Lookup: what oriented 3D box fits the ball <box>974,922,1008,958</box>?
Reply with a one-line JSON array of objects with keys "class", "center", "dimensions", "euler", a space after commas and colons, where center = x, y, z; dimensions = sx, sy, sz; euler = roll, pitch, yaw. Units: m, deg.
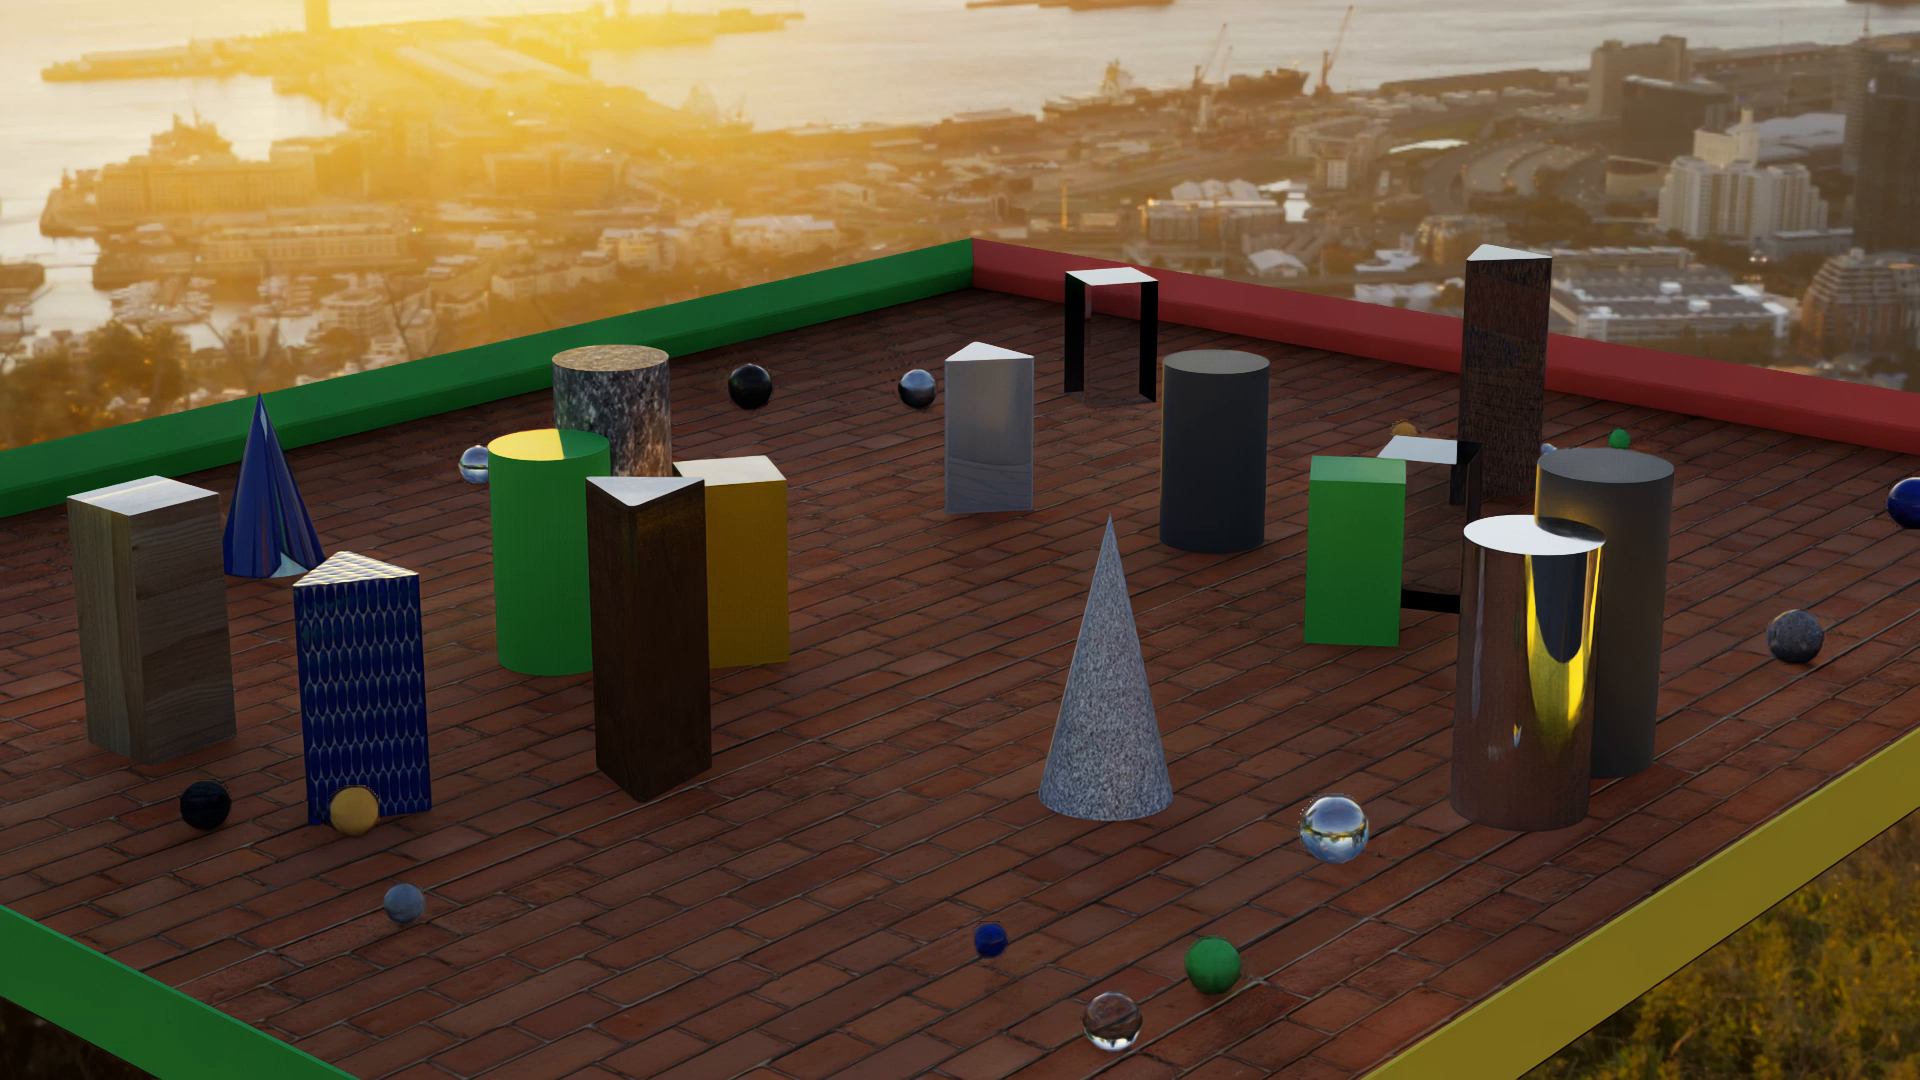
[{"class": "ball", "center": [0.038, 0.505, 3.700], "dimensions": [0.043, 0.043, 0.043], "euler": [0, 17, 0]}]

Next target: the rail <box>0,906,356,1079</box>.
[{"class": "rail", "center": [-1.290, 0.461, 3.697], "dimensions": [3.378, 0.127, 0.045], "euler": [14, 22, 39]}]

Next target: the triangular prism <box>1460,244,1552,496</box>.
[{"class": "triangular prism", "center": [1.038, -0.332, 5.733], "dimensions": [0.169, 0.471, 0.146], "euler": [-3, 17, -9]}]

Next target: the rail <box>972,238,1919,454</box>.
[{"class": "rail", "center": [1.290, -0.397, 6.543], "dimensions": [3.378, 0.127, 0.045], "euler": [14, 22, 39]}]

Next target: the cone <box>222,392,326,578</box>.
[{"class": "cone", "center": [-1.249, -0.113, 5.269], "dimensions": [0.195, 0.319, 0.195], "euler": [0, 17, 0]}]

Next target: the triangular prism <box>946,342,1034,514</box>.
[{"class": "triangular prism", "center": [0.044, -0.219, 5.655], "dimensions": [0.169, 0.300, 0.146], "euler": [-3, 17, -10]}]

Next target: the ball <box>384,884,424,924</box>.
[{"class": "ball", "center": [-0.720, 0.471, 3.797], "dimensions": [0.052, 0.052, 0.052], "euler": [0, 17, 0]}]

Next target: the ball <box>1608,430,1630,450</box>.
[{"class": "ball", "center": [1.361, -0.205, 6.050], "dimensions": [0.046, 0.046, 0.046], "euler": [0, 17, 0]}]

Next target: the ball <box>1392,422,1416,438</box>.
[{"class": "ball", "center": [0.922, -0.219, 6.086], "dimensions": [0.051, 0.051, 0.051], "euler": [0, 17, 0]}]

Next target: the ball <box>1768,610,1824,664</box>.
[{"class": "ball", "center": [1.360, 0.158, 4.772], "dimensions": [0.088, 0.088, 0.088], "euler": [0, 17, 0]}]

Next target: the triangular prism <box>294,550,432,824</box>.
[{"class": "triangular prism", "center": [-0.857, 0.204, 4.164], "dimensions": [0.169, 0.352, 0.146], "euler": [-6, 18, -18]}]

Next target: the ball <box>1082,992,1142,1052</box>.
[{"class": "ball", "center": [0.179, 0.566, 3.450], "dimensions": [0.070, 0.070, 0.070], "euler": [0, 17, 0]}]

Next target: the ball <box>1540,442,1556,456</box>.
[{"class": "ball", "center": [1.147, -0.151, 5.787], "dimensions": [0.084, 0.084, 0.084], "euler": [0, 17, 0]}]

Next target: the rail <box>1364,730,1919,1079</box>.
[{"class": "rail", "center": [1.258, 0.347, 4.075], "dimensions": [0.045, 0.127, 3.984], "euler": [14, 22, 39]}]

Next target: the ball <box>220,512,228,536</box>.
[{"class": "ball", "center": [-1.377, -0.022, 5.412], "dimensions": [0.063, 0.063, 0.063], "euler": [0, 17, 0]}]

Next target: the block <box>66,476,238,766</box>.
[{"class": "block", "center": [-1.208, 0.118, 4.388], "dimensions": [0.156, 0.386, 0.156], "euler": [14, 21, 38]}]

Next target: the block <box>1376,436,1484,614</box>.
[{"class": "block", "center": [0.810, -0.028, 5.084], "dimensions": [0.156, 0.264, 0.156], "euler": [6, 18, 19]}]

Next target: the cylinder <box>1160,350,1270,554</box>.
[{"class": "cylinder", "center": [0.468, -0.165, 5.409], "dimensions": [0.195, 0.338, 0.195], "euler": [0, 17, 0]}]

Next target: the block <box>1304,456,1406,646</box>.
[{"class": "block", "center": [0.660, 0.017, 4.903], "dimensions": [0.156, 0.281, 0.156], "euler": [2, 17, 8]}]

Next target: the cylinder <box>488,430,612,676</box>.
[{"class": "cylinder", "center": [-0.661, 0.019, 4.764], "dimensions": [0.195, 0.359, 0.195], "euler": [0, 17, 0]}]

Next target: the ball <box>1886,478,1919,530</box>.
[{"class": "ball", "center": [1.792, -0.069, 5.507], "dimensions": [0.097, 0.097, 0.097], "euler": [0, 17, 0]}]

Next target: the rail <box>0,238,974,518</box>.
[{"class": "rail", "center": [-1.258, -0.284, 6.166], "dimensions": [0.045, 0.127, 3.984], "euler": [14, 22, 39]}]

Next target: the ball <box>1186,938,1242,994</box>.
[{"class": "ball", "center": [0.312, 0.523, 3.597], "dimensions": [0.068, 0.068, 0.068], "euler": [0, 17, 0]}]

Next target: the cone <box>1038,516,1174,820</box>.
[{"class": "cone", "center": [0.210, 0.164, 4.167], "dimensions": [0.195, 0.425, 0.195], "euler": [0, 17, 0]}]

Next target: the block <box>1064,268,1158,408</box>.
[{"class": "block", "center": [0.331, -0.446, 6.452], "dimensions": [0.156, 0.274, 0.156], "euler": [-6, 18, -18]}]

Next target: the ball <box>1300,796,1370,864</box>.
[{"class": "ball", "center": [0.509, 0.393, 3.983], "dimensions": [0.092, 0.092, 0.092], "euler": [0, 17, 0]}]

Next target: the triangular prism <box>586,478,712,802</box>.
[{"class": "triangular prism", "center": [-0.474, 0.133, 4.241], "dimensions": [0.146, 0.443, 0.169], "euler": [10, 19, 30]}]

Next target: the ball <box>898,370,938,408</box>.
[{"class": "ball", "center": [-0.092, -0.329, 6.392], "dimensions": [0.085, 0.085, 0.085], "euler": [0, 17, 0]}]

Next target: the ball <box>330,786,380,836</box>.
[{"class": "ball", "center": [-0.843, 0.377, 4.080], "dimensions": [0.068, 0.068, 0.068], "euler": [0, 17, 0]}]

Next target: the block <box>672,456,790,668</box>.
[{"class": "block", "center": [-0.375, 0.035, 4.797], "dimensions": [0.156, 0.308, 0.156], "euler": [-5, 17, -15]}]

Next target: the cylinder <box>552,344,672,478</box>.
[{"class": "cylinder", "center": [-0.585, -0.090, 4.970], "dimensions": [0.195, 0.449, 0.195], "euler": [0, 17, 0]}]

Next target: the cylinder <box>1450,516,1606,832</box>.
[{"class": "cylinder", "center": [0.798, 0.186, 4.131], "dimensions": [0.195, 0.405, 0.195], "euler": [0, 17, 0]}]

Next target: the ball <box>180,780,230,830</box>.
[{"class": "ball", "center": [-1.055, 0.371, 4.099], "dimensions": [0.069, 0.069, 0.069], "euler": [0, 17, 0]}]

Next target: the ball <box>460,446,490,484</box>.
[{"class": "ball", "center": [-0.954, -0.148, 5.808], "dimensions": [0.076, 0.076, 0.076], "euler": [0, 17, 0]}]

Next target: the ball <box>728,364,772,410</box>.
[{"class": "ball", "center": [-0.457, -0.334, 6.387], "dimensions": [0.097, 0.097, 0.097], "euler": [0, 17, 0]}]

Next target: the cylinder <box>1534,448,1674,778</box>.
[{"class": "cylinder", "center": [0.936, 0.106, 4.318], "dimensions": [0.195, 0.449, 0.195], "euler": [0, 17, 0]}]
